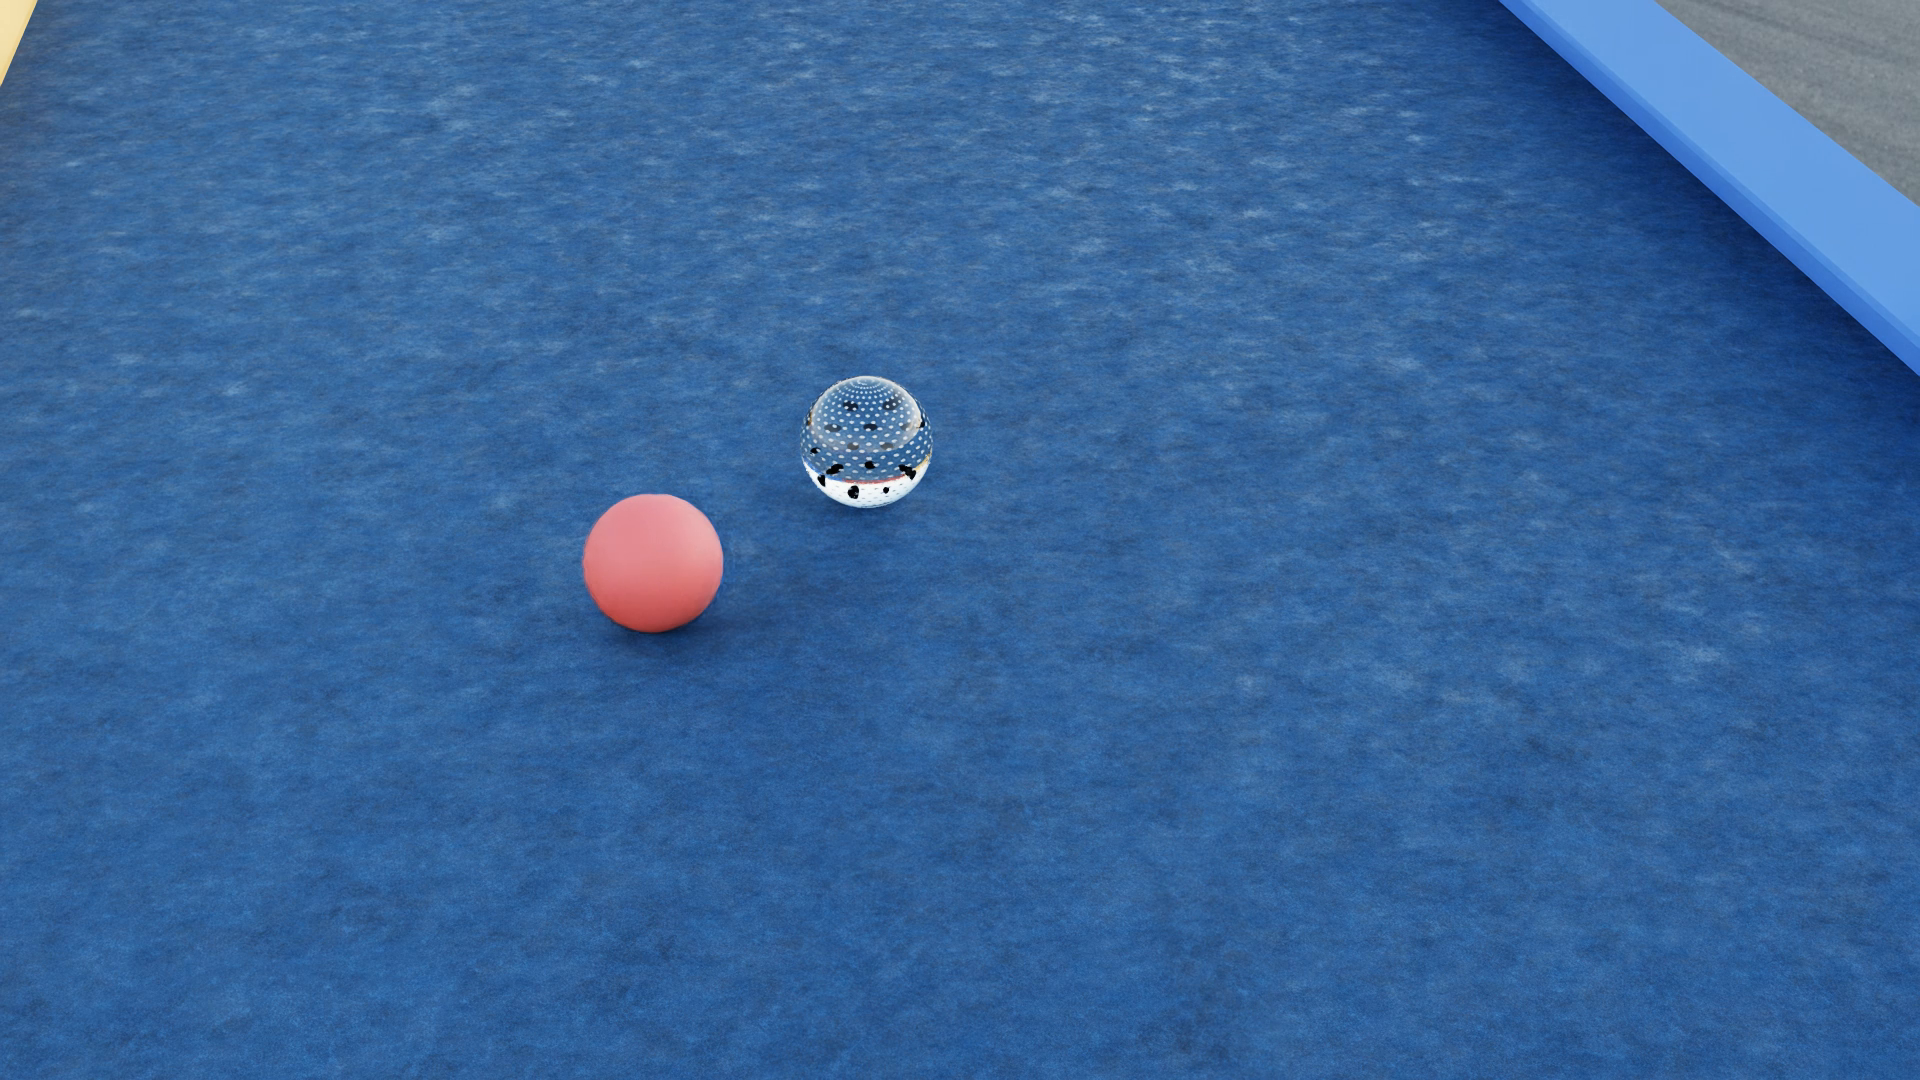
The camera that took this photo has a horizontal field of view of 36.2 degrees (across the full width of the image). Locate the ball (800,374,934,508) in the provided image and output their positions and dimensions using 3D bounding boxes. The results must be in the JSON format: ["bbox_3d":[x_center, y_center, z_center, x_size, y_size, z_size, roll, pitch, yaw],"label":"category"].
[{"bbox_3d":[-0.064,-0.067,2.002,0.091,0.091,0.091,0,27,0],"label":"ball"}]

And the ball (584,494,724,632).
[{"bbox_3d":[-0.192,0.014,1.845,0.087,0.087,0.087,0,27,0],"label":"ball"}]

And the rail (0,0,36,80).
[{"bbox_3d":[-0.853,-0.307,2.446,0.045,0.118,3.014,-4,27,-8],"label":"rail"}]

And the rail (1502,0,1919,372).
[{"bbox_3d":[0.620,-0.410,2.652,0.045,0.118,3.014,-4,27,-8],"label":"rail"}]
